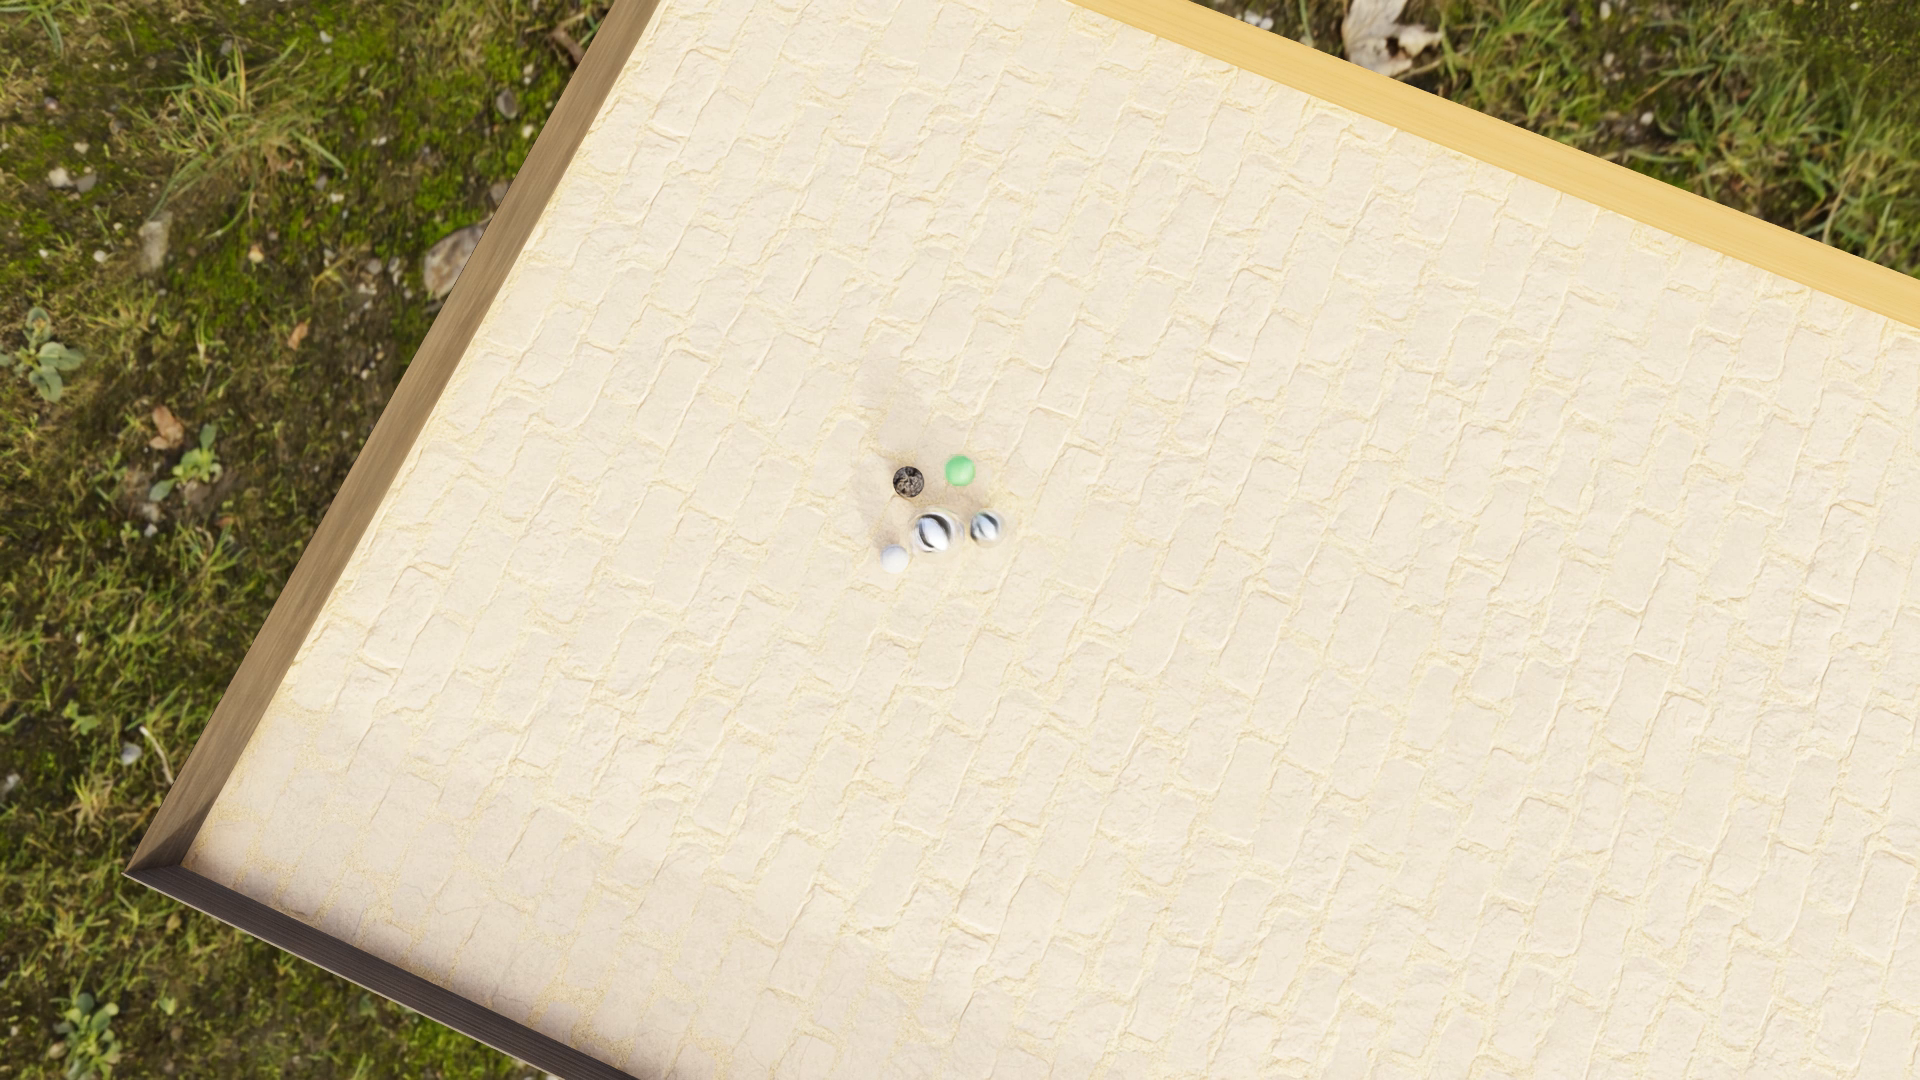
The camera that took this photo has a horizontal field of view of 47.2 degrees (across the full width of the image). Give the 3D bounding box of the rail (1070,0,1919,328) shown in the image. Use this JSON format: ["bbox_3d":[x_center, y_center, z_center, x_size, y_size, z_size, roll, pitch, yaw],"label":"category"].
[{"bbox_3d":[1.195,-0.497,3.539,3.538,0.118,0.045,23,73,7],"label":"rail"}]

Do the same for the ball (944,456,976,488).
[{"bbox_3d":[0.000,-0.108,3.449,0.050,0.050,0.050,0,72,0],"label":"ball"}]

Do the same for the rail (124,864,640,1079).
[{"bbox_3d":[0.422,1.160,2.997,3.538,0.118,0.045,23,73,7],"label":"rail"}]

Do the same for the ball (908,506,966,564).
[{"bbox_3d":[-0.036,-0.007,3.394,0.091,0.091,0.091,0,72,0],"label":"ball"}]

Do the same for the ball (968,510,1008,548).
[{"bbox_3d":[0.044,-0.017,3.413,0.061,0.061,0.061,0,72,0],"label":"ball"}]

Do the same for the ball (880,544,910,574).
[{"bbox_3d":[-0.102,0.029,3.406,0.047,0.047,0.047,0,72,0],"label":"ball"}]

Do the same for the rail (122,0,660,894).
[{"bbox_3d":[-0.787,-0.341,3.488,0.045,0.118,1.954,23,73,7],"label":"rail"}]

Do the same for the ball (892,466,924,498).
[{"bbox_3d":[-0.081,-0.091,3.443,0.050,0.050,0.050,0,72,0],"label":"ball"}]
